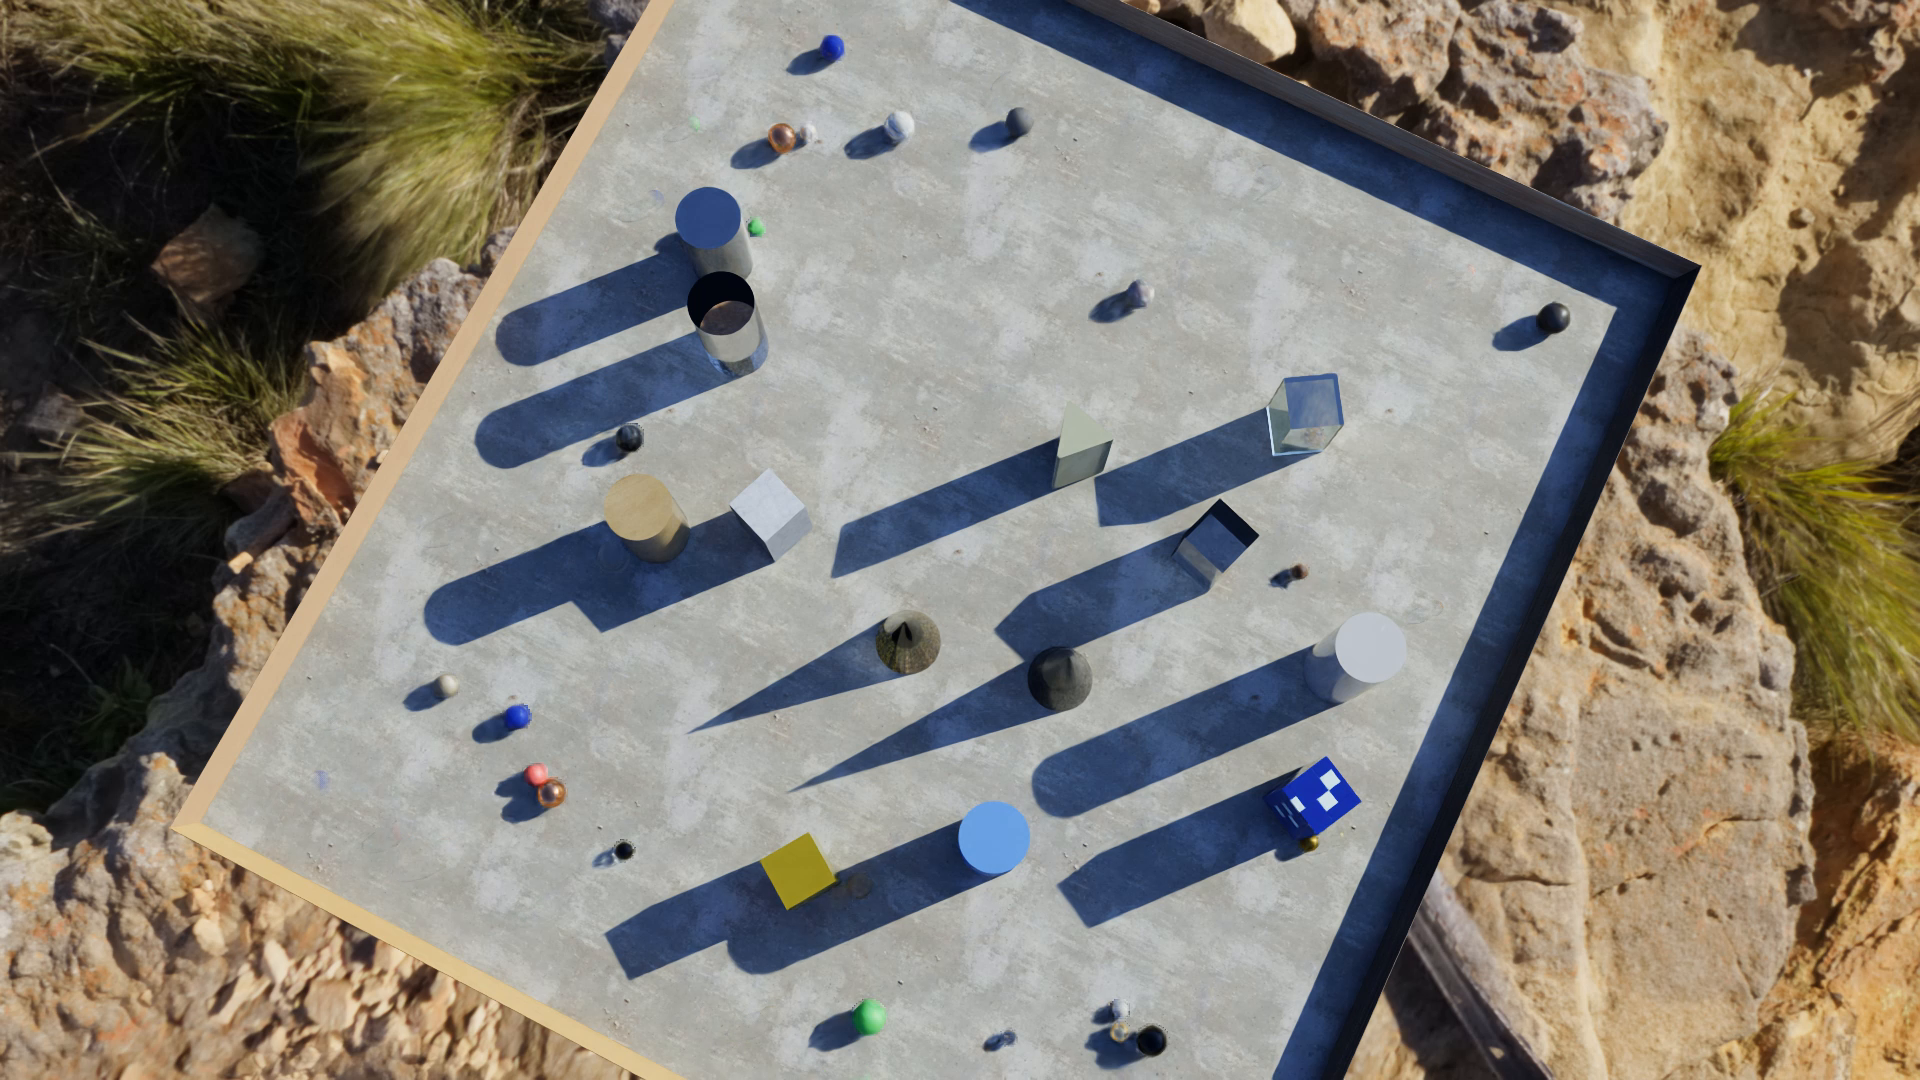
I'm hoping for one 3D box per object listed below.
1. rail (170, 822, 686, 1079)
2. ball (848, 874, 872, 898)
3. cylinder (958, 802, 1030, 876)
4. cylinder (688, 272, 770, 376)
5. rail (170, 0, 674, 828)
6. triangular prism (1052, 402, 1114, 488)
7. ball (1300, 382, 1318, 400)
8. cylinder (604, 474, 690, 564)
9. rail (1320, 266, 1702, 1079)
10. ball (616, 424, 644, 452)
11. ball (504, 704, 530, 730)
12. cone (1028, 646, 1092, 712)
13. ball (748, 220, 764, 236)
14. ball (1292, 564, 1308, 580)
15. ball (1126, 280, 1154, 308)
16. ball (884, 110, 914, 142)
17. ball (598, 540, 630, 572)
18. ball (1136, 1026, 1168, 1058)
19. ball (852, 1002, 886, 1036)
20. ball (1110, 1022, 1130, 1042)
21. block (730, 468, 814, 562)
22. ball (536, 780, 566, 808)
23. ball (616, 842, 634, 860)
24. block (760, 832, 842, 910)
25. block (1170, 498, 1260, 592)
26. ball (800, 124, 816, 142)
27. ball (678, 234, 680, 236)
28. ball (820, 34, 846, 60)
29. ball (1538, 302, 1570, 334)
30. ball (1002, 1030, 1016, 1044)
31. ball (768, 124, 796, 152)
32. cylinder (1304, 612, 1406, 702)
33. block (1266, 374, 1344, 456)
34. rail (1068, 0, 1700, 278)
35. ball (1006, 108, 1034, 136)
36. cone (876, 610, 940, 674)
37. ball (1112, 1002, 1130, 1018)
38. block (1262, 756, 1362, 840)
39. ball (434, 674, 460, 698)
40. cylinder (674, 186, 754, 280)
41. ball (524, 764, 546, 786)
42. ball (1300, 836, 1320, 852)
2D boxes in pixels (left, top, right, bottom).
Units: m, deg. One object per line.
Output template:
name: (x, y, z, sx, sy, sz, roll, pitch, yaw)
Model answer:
rail: (-0.792, 1.558, 5.228, 3.334, 0.128, 0.045, 26, 80, 5)
ball: (-0.293, 1.014, 5.371, 0.070, 0.070, 0.070, 0, 78, 0)
cylinder: (0.094, 0.858, 5.238, 0.197, 0.394, 0.197, 0, 78, 0)
cylinder: (-0.697, -0.648, 5.541, 0.197, 0.411, 0.197, 0, 78, 0)
rail: (-1.470, -0.713, 5.698, 0.045, 0.128, 3.590, 26, 80, 5)
triangular prism: (0.339, -0.295, 5.478, 0.171, 0.391, 0.148, -19, 79, -4)
ball: (1.081, -0.463, 5.683, 0.057, 0.057, 0.057, 0, 78, 0)
cylinder: (-0.927, -0.059, 5.450, 0.197, 0.351, 0.197, 0, 78, 0)
rail: (1.470, 0.726, 5.400, 0.045, 0.128, 3.590, 26, 80, 5)
ball: (-1.017, -0.312, 5.638, 0.084, 0.084, 0.084, 0, 78, 0)
ball: (-1.324, 0.530, 5.468, 0.077, 0.077, 0.077, 0, 78, 0)
cone: (0.302, 0.370, 5.294, 0.197, 0.483, 0.197, 0, 78, 0)
ball: (-0.644, -0.988, 5.795, 0.052, 0.052, 0.052, 0, 78, 0)
ball: (1.033, 0.096, 5.572, 0.048, 0.048, 0.048, 0, 78, 0)
ball: (0.565, -0.771, 5.732, 0.087, 0.087, 0.087, 0, 78, 0)
ball: (-0.193, -1.319, 5.840, 0.097, 0.097, 0.097, 0, 78, 0)
ball: (-1.051, 0.049, 5.553, 0.095, 0.095, 0.095, 0, 78, 0)
ball: (0.553, 1.443, 5.273, 0.087, 0.087, 0.087, 0, 78, 0)
ball: (-0.262, 1.380, 5.282, 0.096, 0.096, 0.096, 0, 78, 0)
ball: (0.461, 1.423, 5.294, 0.056, 0.056, 0.056, 0, 78, 0)
block: (-0.561, -0.071, 5.476, 0.158, 0.304, 0.158, -43, 81, -8)
ball: (-1.210, 0.751, 5.418, 0.085, 0.085, 0.085, 0, 78, 0)
ball: (-0.989, 0.917, 5.399, 0.054, 0.054, 0.054, 0, 78, 0)
block: (-0.455, 0.956, 5.275, 0.158, 0.281, 0.158, -30, 80, -6)
block: (0.755, 0.019, 5.451, 0.158, 0.317, 0.158, 44, 82, 8)
ball: (-0.485, -1.302, 5.858, 0.054, 0.054, 0.054, 0, 78, 0)
ball: (-0.856, -0.969, 5.784, 0.064, 0.064, 0.064, 0, 78, 0)
ball: (-0.410, -1.585, 5.903, 0.081, 0.081, 0.081, 0, 78, 0)
ball: (1.852, -0.691, 5.709, 0.099, 0.099, 0.099, 0, 78, 0)
ball: (0.142, 1.438, 5.298, 0.042, 0.042, 0.042, 0, 78, 0)
ball: (-0.567, -1.280, 5.834, 0.093, 0.093, 0.093, 0, 78, 0)
cylinder: (1.136, 0.345, 5.301, 0.197, 0.478, 0.197, 0, 78, 0)
block: (1.040, -0.376, 5.534, 0.158, 0.314, 0.158, -5, 78, -1)
rail: (0.792, -1.545, 5.870, 3.334, 0.128, 0.045, 26, 80, 5)
ball: (0.191, -1.335, 5.847, 0.089, 0.089, 0.089, 0, 78, 0)
cone: (-0.156, 0.270, 5.361, 0.197, 0.390, 0.197, 0, 78, 0)
ball: (0.466, 1.362, 5.310, 0.049, 0.049, 0.049, 0, 78, 0)
block: (1.008, 0.747, 5.280, 0.158, 0.357, 0.158, -35, 81, -7)
ball: (-1.538, 0.437, 5.488, 0.075, 0.075, 0.075, 0, 78, 0)
cylinder: (-0.750, -0.923, 5.627, 0.197, 0.354, 0.197, 0, 78, 0)
ball: (-1.261, 0.699, 5.438, 0.066, 0.066, 0.066, 0, 78, 0)
ball: (1.031, 0.891, 5.404, 0.056, 0.056, 0.056, 0, 78, 0)
